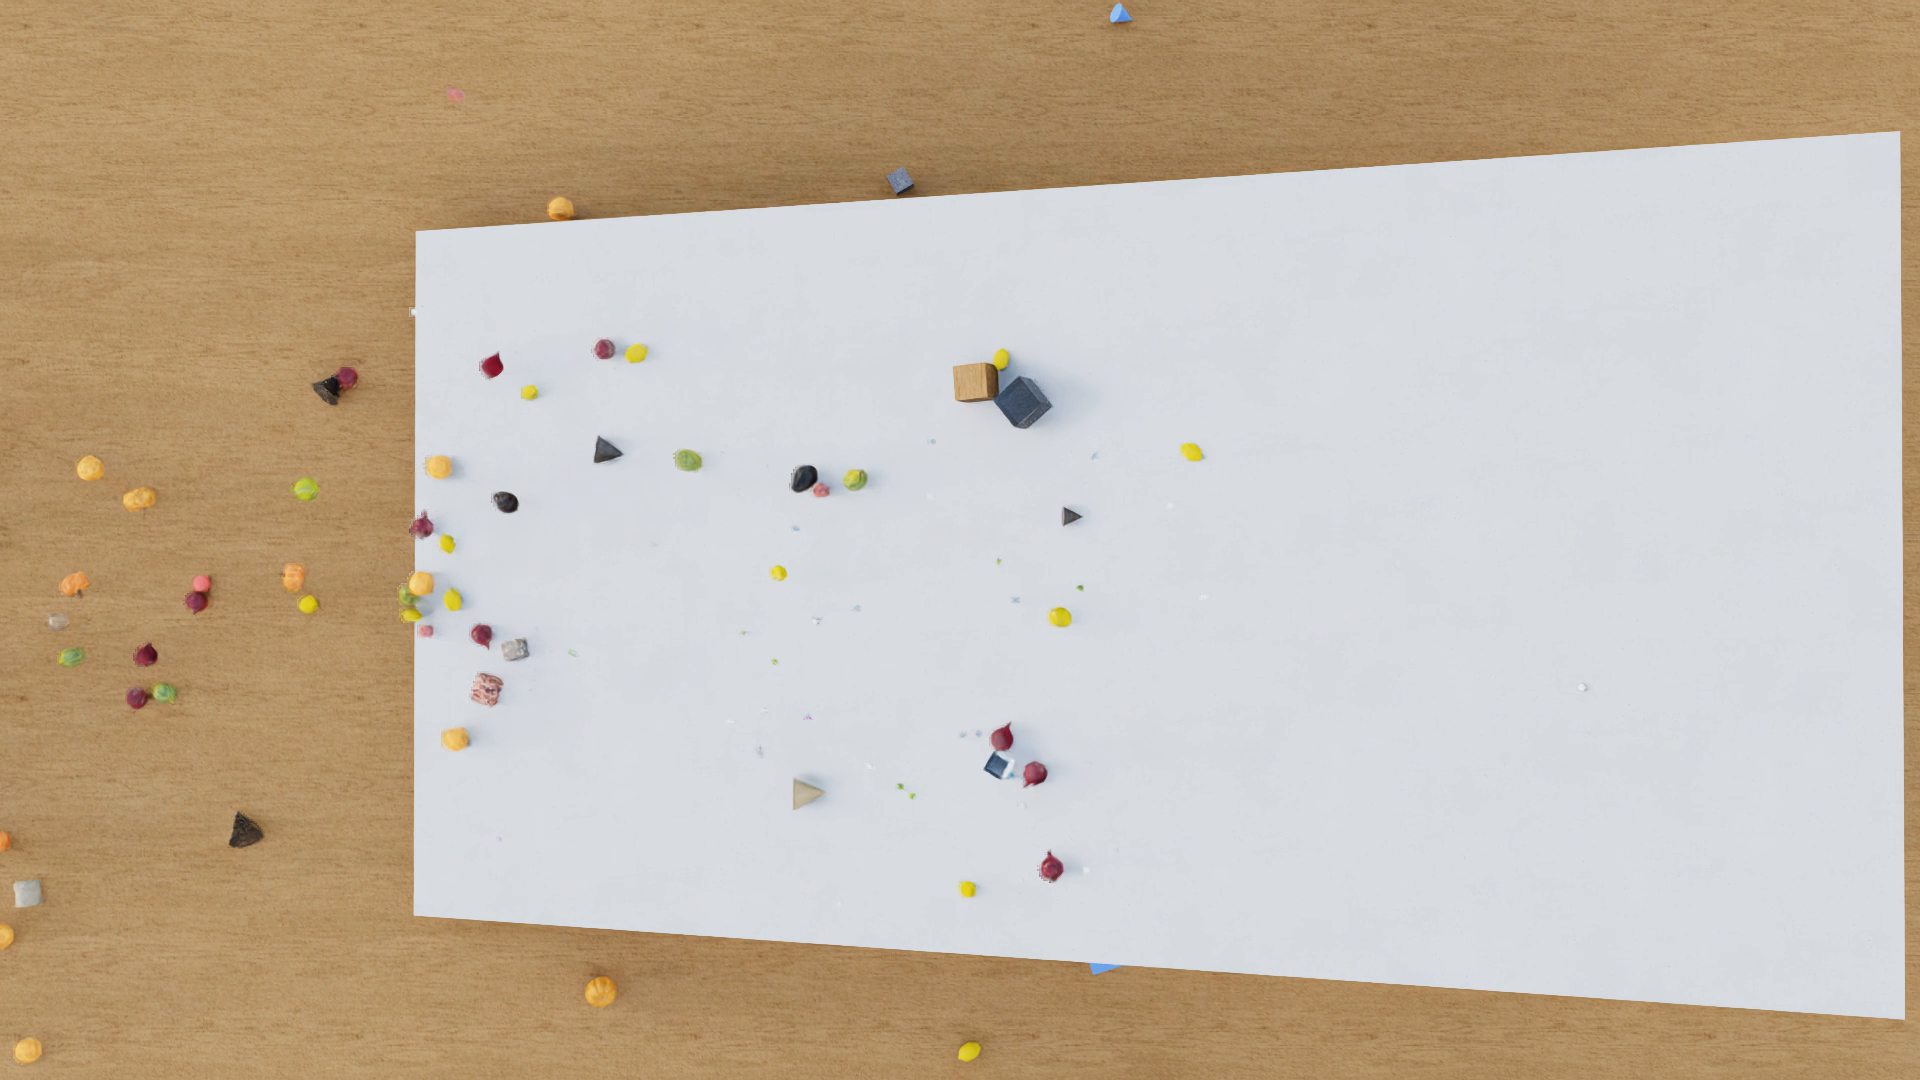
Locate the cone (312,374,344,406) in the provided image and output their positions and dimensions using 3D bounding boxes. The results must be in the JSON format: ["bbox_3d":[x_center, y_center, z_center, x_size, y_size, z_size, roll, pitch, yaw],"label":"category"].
[{"bbox_3d":[-1.851,-0.462,6.509,0.091,0.091,0.091,37,63,0],"label":"cone"}]

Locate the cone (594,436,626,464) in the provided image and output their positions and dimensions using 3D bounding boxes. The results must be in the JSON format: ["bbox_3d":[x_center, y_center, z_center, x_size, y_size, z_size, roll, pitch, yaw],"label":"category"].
[{"bbox_3d":[-0.979,-0.245,6.170,0.082,0.082,0.082,10,89,-6],"label":"cone"}]

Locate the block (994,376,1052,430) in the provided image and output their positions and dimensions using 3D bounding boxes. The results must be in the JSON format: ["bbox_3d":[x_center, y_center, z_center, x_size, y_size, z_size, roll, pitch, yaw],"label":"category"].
[{"bbox_3d":[0.163,-0.354,5.686,0.094,0.094,0.094,-42,75,16],"label":"block"}]

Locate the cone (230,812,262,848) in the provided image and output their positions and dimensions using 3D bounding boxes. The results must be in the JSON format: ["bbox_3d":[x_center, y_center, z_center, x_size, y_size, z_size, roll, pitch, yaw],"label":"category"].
[{"bbox_3d":[-2.120,0.841,6.491,0.098,0.098,0.098,-28,63,0],"label":"cone"}]

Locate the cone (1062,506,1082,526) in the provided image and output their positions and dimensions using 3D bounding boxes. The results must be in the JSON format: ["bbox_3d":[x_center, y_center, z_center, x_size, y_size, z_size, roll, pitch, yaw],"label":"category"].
[{"bbox_3d":[0.291,-0.061,5.669,0.053,0.053,0.053,1,89,-5],"label":"cone"}]

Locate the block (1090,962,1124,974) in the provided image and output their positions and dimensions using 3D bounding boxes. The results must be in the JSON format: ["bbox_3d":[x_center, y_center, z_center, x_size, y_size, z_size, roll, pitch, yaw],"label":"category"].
[{"bbox_3d":[0.420,1.206,6.459,0.099,0.099,0.099,-18,89,0],"label":"block"}]

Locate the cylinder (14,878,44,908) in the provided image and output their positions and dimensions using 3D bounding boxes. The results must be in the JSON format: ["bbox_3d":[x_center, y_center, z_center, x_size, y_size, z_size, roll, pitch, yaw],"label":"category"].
[{"bbox_3d":[-2.742,1.040,6.472,0.074,0.074,0.074,-8,87,0],"label":"cylinder"}]

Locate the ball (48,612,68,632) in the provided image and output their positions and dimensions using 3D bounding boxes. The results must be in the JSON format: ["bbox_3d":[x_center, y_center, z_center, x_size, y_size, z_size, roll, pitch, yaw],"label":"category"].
[{"bbox_3d":[-2.663,0.241,6.493,0.056,0.056,0.056,0,89,0],"label":"ball"}]

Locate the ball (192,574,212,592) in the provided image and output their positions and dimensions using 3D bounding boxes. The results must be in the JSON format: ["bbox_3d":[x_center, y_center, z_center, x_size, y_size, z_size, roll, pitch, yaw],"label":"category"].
[{"bbox_3d":[-2.240,0.129,6.497,0.051,0.051,0.051,0,89,0],"label":"ball"}]

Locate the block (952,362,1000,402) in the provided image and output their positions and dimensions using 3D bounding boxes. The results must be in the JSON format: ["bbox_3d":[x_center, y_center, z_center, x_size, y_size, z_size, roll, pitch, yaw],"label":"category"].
[{"bbox_3d":[0.043,-0.410,5.737,0.090,0.090,0.090,-5,87,22],"label":"block"}]

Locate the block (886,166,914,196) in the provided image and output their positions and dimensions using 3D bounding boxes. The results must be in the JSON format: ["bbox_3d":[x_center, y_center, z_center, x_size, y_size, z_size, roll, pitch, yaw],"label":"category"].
[{"bbox_3d":[-0.177,-1.061,6.508,0.059,0.059,0.059,-30,89,0],"label":"block"}]

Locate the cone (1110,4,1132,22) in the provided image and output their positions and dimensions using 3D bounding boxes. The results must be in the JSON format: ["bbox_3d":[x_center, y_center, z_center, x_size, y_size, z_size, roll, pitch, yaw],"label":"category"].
[{"bbox_3d":[0.488,-1.554,6.530,0.060,0.060,0.060,18,89,-26],"label":"cone"}]

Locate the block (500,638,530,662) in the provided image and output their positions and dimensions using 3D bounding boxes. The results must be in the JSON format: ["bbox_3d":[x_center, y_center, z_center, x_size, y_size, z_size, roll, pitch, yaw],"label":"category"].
[{"bbox_3d":[-1.267,0.313,6.269,0.053,0.053,0.053,-18,83,21],"label":"block"}]

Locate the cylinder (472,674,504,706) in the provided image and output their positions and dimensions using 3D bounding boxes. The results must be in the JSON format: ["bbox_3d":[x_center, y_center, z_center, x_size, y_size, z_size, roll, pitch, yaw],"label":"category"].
[{"bbox_3d":[-1.352,0.429,6.290,0.071,0.071,0.071,21,98,0],"label":"cylinder"}]

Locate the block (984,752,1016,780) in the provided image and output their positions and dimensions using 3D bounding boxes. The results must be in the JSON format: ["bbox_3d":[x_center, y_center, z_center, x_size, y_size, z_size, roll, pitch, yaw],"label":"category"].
[{"bbox_3d":[0.103,0.586,5.720,0.052,0.052,0.052,30,100,19],"label":"block"}]

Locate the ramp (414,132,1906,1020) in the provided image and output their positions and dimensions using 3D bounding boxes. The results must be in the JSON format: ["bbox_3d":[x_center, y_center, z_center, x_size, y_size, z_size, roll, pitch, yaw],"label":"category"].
[{"bbox_3d":[0.283,0.087,5.737,4.000,0.100,2.000,0,89,22],"label":"ramp"}]
